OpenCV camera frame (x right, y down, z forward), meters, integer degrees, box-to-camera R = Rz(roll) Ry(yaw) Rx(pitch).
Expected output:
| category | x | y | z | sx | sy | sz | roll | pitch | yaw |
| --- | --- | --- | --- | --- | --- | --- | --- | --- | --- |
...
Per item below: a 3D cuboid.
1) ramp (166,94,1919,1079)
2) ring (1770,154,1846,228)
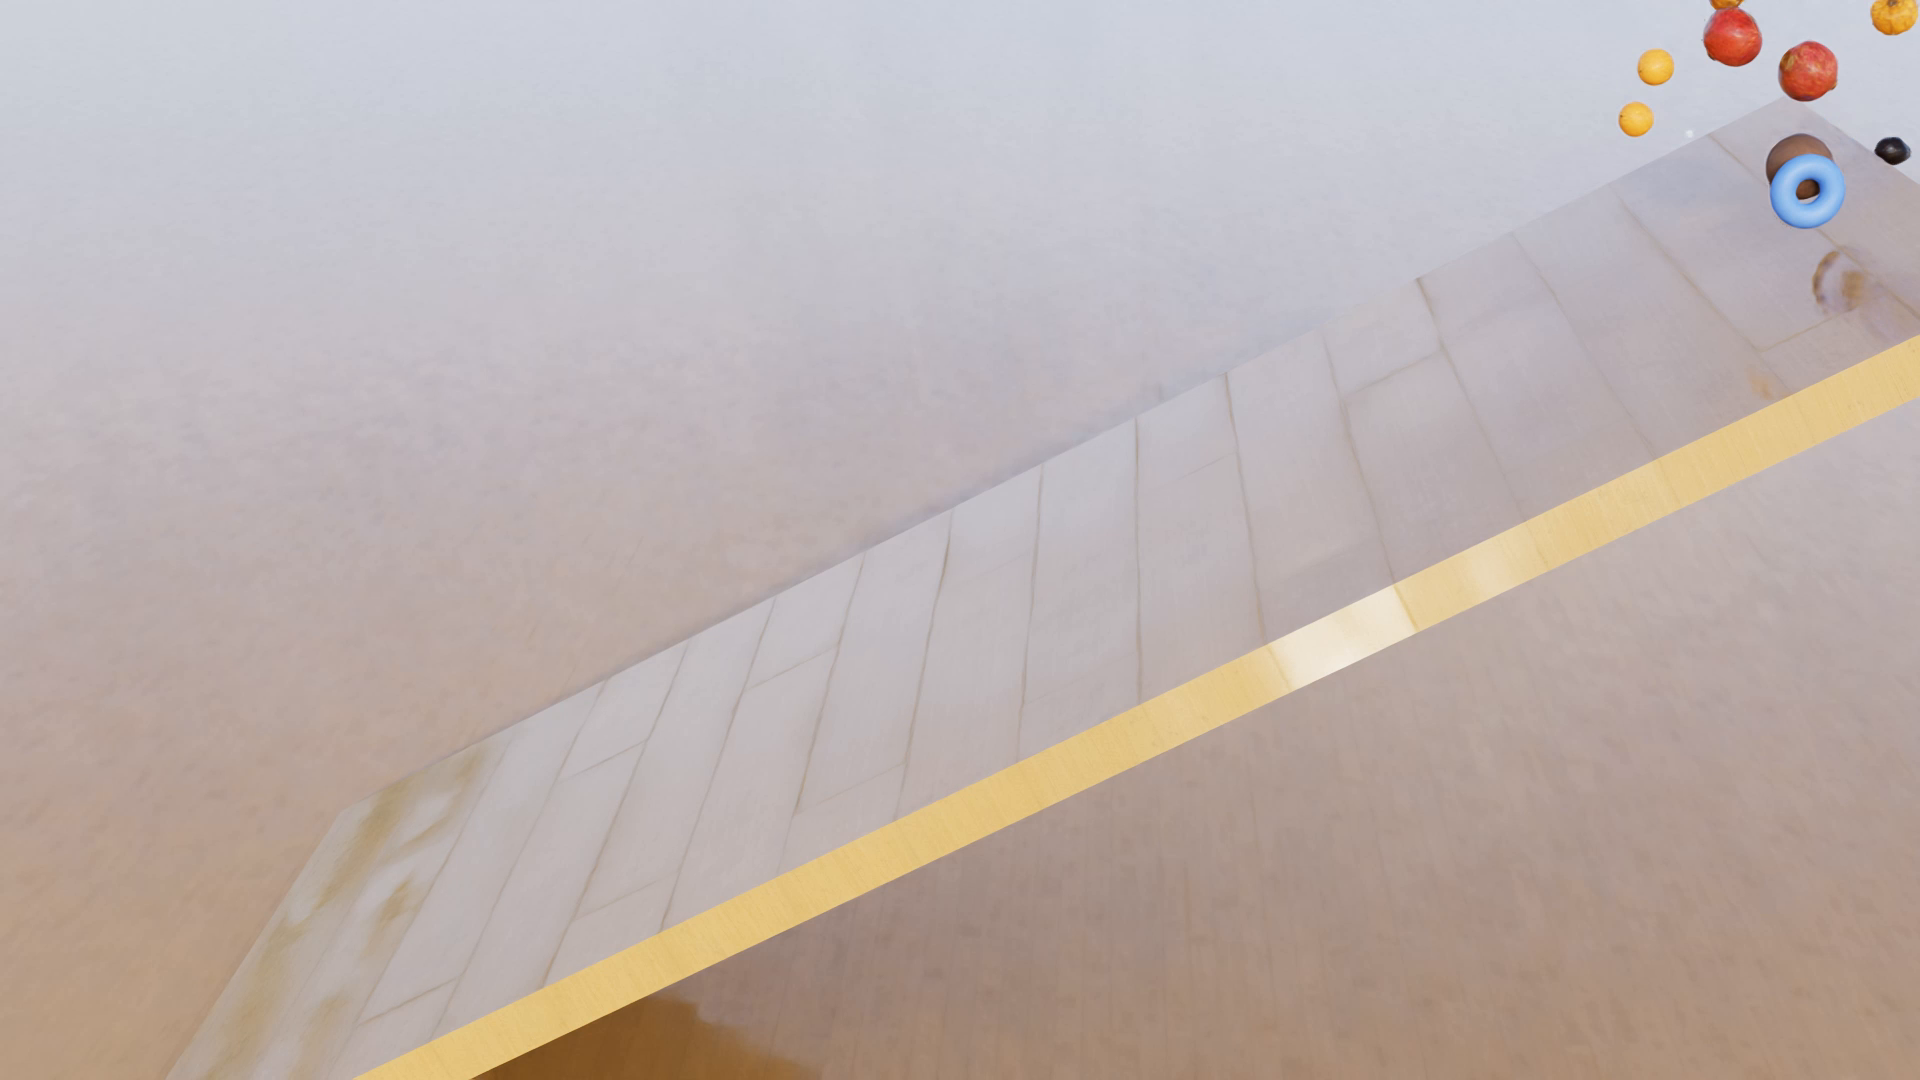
| category | x | y | z | sx | sy | sz | roll | pitch | yaw |
| --- | --- | --- | --- | --- | --- | --- | --- | --- | --- |
| ramp | 0.141 | 0.167 | 6.281 | 4.000 | 0.100 | 2.000 | -26 | 14 | 11 |
| ring | 1.644 | -0.676 | 5.702 | 0.145 | 0.145 | 0.048 | -1 | 16 | -2 |
